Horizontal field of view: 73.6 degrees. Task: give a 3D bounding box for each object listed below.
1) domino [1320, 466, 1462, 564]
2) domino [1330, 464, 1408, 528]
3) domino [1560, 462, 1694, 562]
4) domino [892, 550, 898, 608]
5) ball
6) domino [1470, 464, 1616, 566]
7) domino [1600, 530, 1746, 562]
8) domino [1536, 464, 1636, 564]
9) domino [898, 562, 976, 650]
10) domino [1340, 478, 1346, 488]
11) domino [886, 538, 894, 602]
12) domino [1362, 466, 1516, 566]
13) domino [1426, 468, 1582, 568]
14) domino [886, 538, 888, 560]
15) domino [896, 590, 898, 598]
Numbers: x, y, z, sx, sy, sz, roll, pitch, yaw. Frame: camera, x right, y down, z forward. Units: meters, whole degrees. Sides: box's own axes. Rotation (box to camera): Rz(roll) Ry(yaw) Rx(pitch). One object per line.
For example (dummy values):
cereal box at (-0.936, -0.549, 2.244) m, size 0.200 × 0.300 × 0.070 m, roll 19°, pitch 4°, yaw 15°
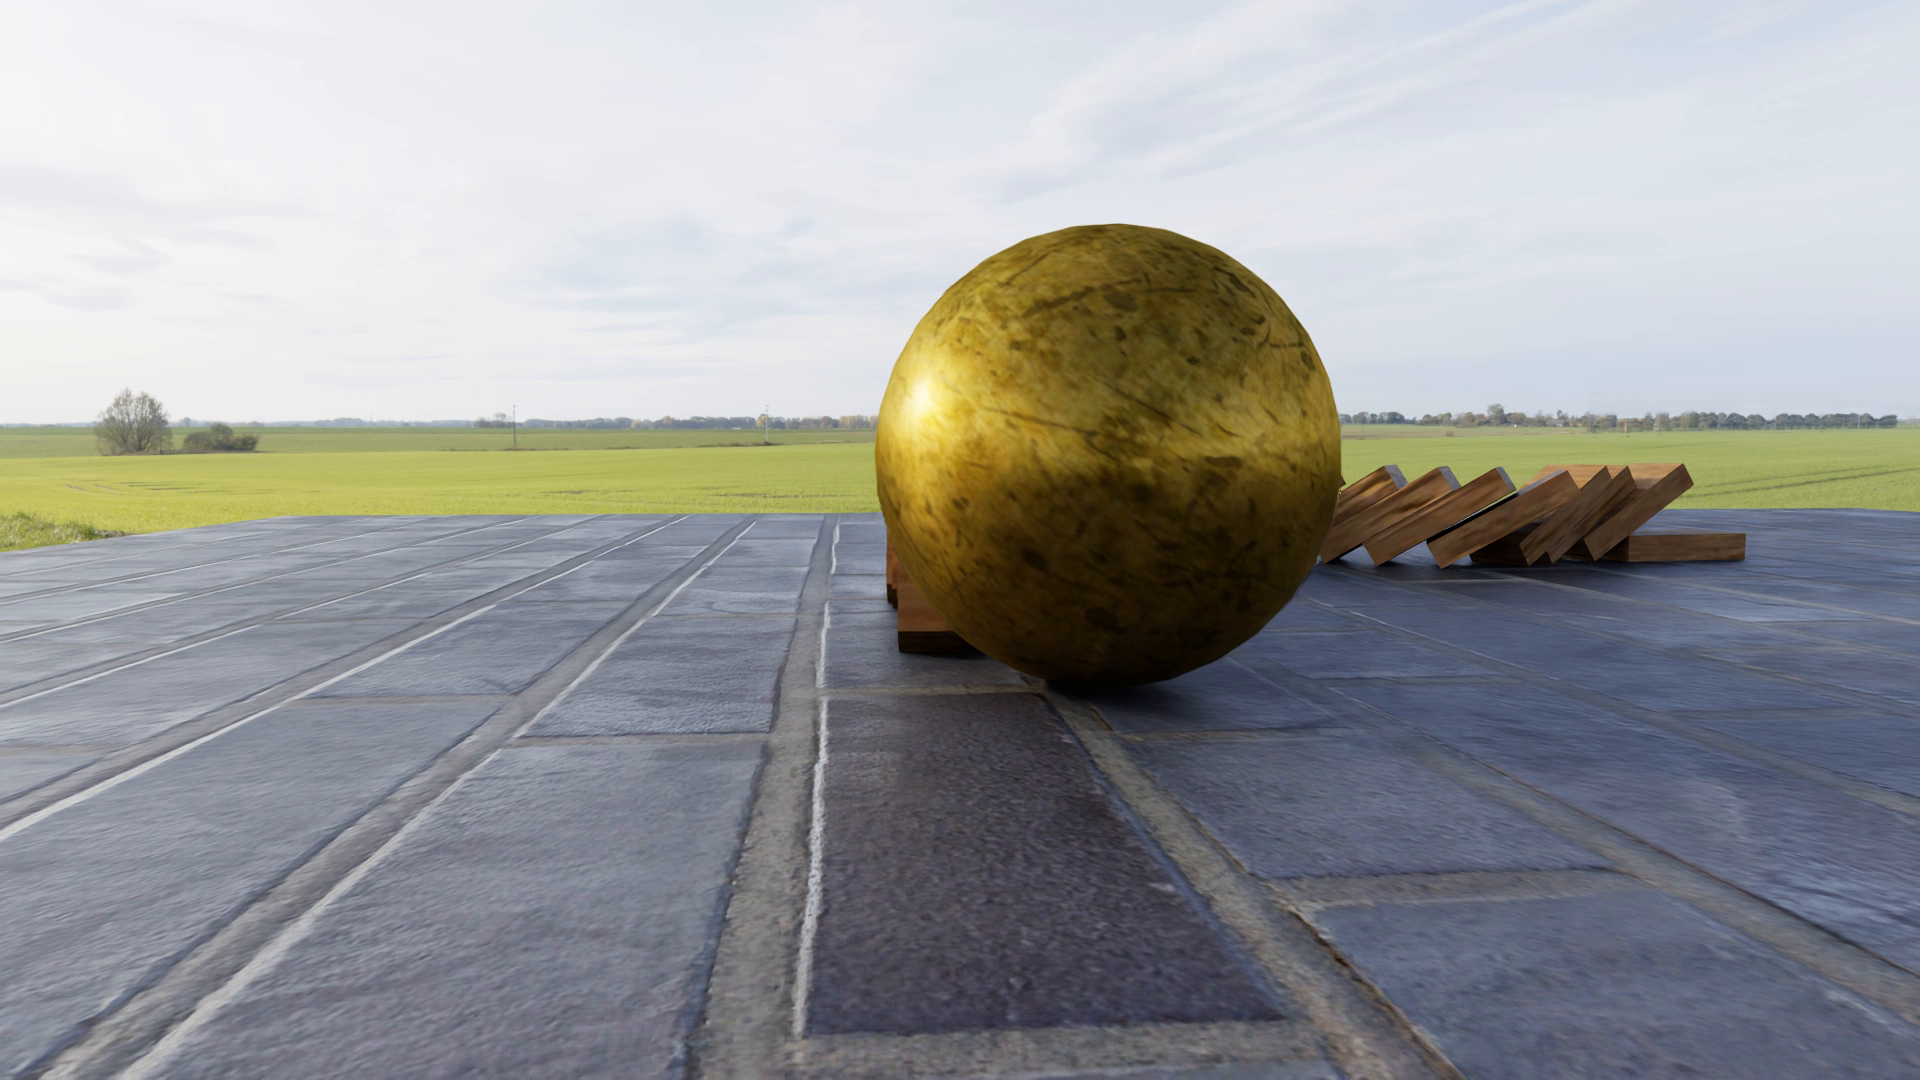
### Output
domino at (0.152, -0.009, 0.456) m, size 0.050 × 0.009 × 0.025 m, roll -34°, pitch -12°, yaw 26°
domino at (0.137, -0.010, 0.466) m, size 0.050 × 0.009 × 0.025 m, roll -35°, pitch -12°, yaw 26°
domino at (0.242, -0.011, 0.476) m, size 0.050 × 0.009 × 0.025 m, roll -34°, pitch 11°, yaw -10°
domino at (-0.005, -0.006, 0.342) m, size 0.025 × 0.050 × 0.009 m, roll 0°, pitch -34°, yaw 0°
ball at (0.025, -0.014, 0.224) m, size 0.080 × 0.080 × 0.080 m, roll 0°, pitch 4°, yaw 0°
domino at (0.208, -0.009, 0.461) m, size 0.050 × 0.009 × 0.025 m, roll -36°, pitch 18°, yaw -19°
domino at (0.263, 0.002, 0.480) m, size 0.050 × 0.009 × 0.025 m, roll -1°, pitch 4°, yaw -13°
domino at (0.222, -0.010, 0.473) m, size 0.050 × 0.009 × 0.025 m, roll -36°, pitch 18°, yaw -19°
domino at (0.000, -0.001, 0.272) m, size 0.025 × 0.050 × 0.009 m, roll 0°, pitch -29°, yaw -1°
domino at (0.119, -0.012, 0.490) m, size 0.050 × 0.009 × 0.025 m, roll -34°, pitch 9°, yaw -6°
domino at (-0.007, -0.007, 0.354) m, size 0.025 × 0.050 × 0.009 m, roll 0°, pitch -34°, yaw 0°
domino at (0.167, -0.008, 0.447) m, size 0.050 × 0.009 × 0.025 m, roll -34°, pitch -12°, yaw 25°
domino at (0.186, -0.007, 0.440) m, size 0.050 × 0.009 × 0.025 m, roll -31°, pitch -7°, yaw 19°
domino at (-0.008, -0.005, 0.371) m, size 0.025 × 0.009 × 0.050 m, roll -1°, pitch 44°, yaw -1°
domino at (-0.003, -0.006, 0.329) m, size 0.025 × 0.050 × 0.009 m, roll 0°, pitch -30°, yaw 0°
